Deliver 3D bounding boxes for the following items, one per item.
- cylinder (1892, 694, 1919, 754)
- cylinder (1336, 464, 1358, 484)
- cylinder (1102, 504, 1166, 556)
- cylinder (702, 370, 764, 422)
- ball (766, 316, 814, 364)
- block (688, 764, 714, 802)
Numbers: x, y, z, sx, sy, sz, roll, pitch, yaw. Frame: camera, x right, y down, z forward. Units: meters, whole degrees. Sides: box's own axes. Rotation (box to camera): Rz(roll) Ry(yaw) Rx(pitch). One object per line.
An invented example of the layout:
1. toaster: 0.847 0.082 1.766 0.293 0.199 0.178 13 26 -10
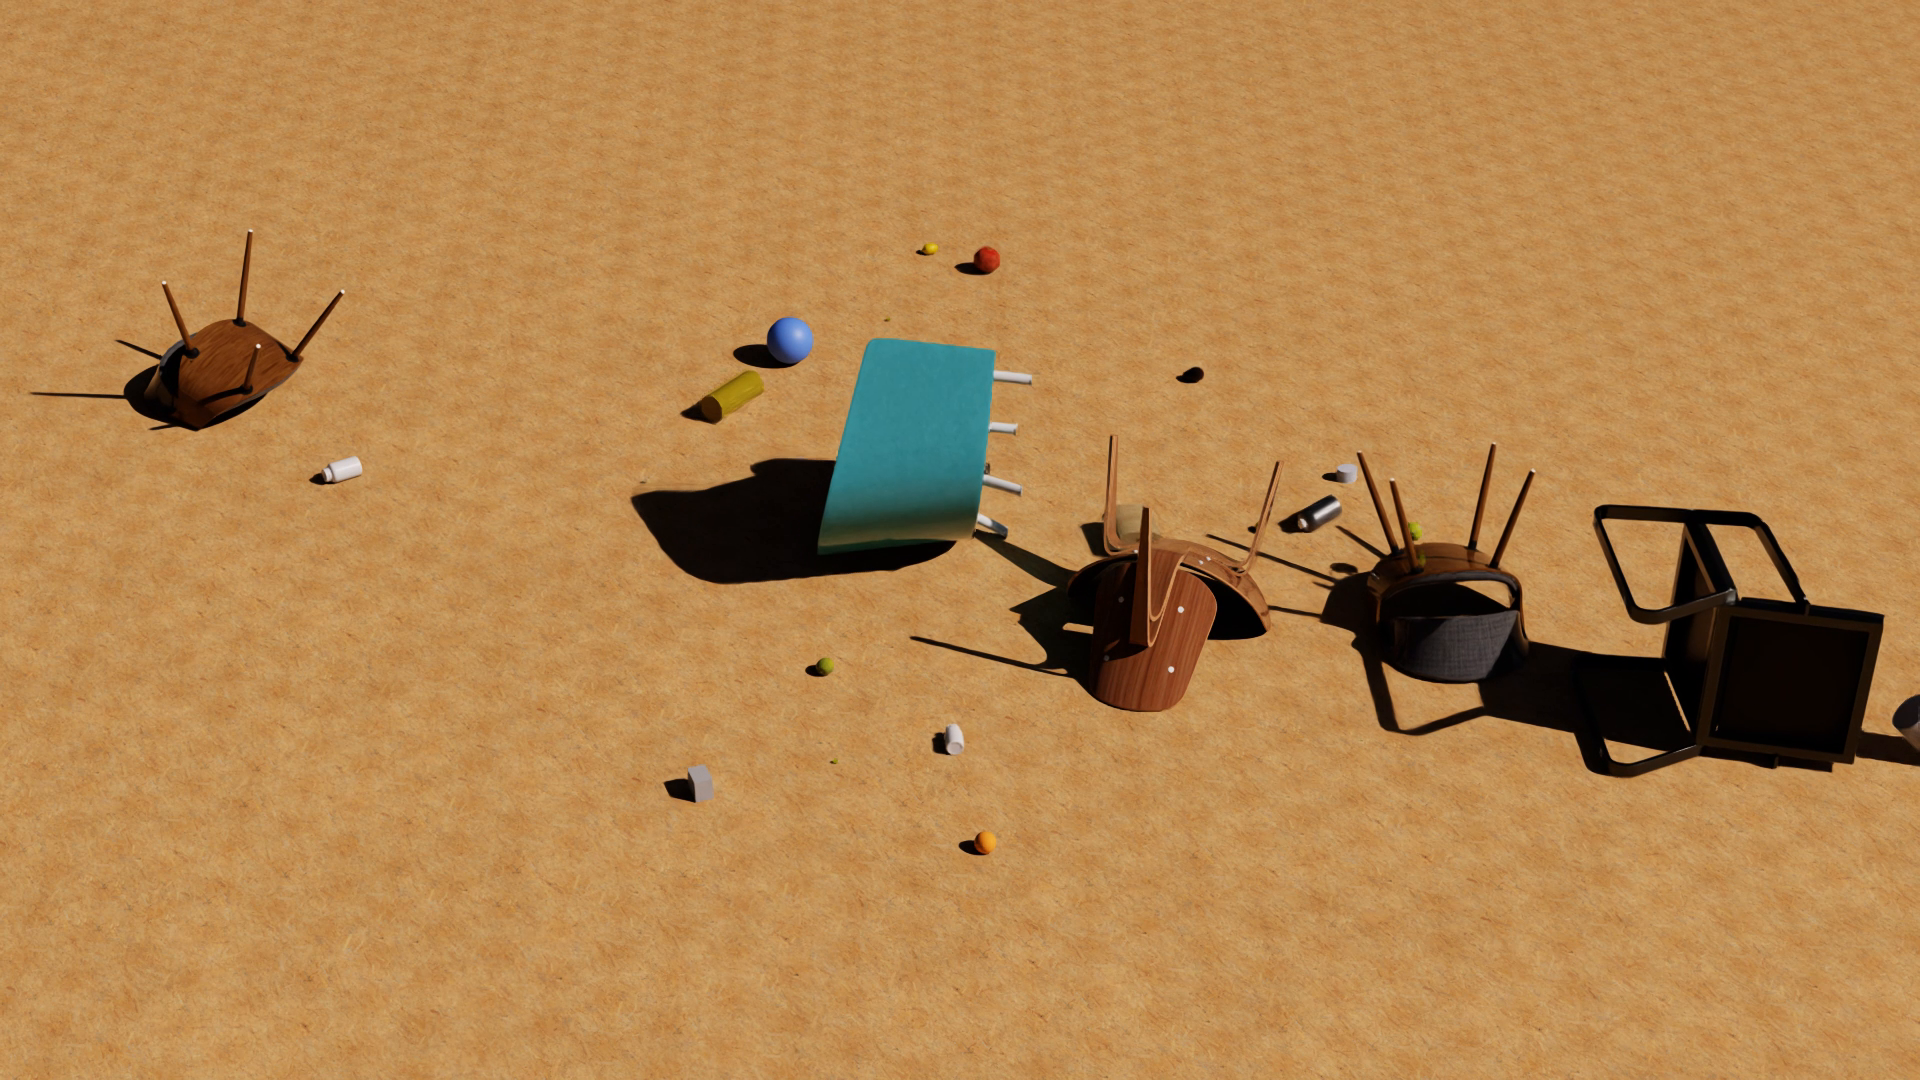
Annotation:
1. cylinder: 3.228 0.626 9.783 0.155 0.175 0.150 -49 18 -7
2. cylinder: 1.489 -0.255 11.285 0.080 0.051 0.061 -6 34 -9
3. cylinder: 0.645 -0.038 10.903 0.194 0.107 0.193 -1 33 -13
4. cylinder: -0.908 -0.576 11.712 0.113 0.116 0.256 31 43 23
5. ball: -0.697 -0.818 12.011 0.192 0.192 0.192 0 33 0
6. block: -0.854 0.802 9.653 0.062 0.082 0.085 -12 35 -18
